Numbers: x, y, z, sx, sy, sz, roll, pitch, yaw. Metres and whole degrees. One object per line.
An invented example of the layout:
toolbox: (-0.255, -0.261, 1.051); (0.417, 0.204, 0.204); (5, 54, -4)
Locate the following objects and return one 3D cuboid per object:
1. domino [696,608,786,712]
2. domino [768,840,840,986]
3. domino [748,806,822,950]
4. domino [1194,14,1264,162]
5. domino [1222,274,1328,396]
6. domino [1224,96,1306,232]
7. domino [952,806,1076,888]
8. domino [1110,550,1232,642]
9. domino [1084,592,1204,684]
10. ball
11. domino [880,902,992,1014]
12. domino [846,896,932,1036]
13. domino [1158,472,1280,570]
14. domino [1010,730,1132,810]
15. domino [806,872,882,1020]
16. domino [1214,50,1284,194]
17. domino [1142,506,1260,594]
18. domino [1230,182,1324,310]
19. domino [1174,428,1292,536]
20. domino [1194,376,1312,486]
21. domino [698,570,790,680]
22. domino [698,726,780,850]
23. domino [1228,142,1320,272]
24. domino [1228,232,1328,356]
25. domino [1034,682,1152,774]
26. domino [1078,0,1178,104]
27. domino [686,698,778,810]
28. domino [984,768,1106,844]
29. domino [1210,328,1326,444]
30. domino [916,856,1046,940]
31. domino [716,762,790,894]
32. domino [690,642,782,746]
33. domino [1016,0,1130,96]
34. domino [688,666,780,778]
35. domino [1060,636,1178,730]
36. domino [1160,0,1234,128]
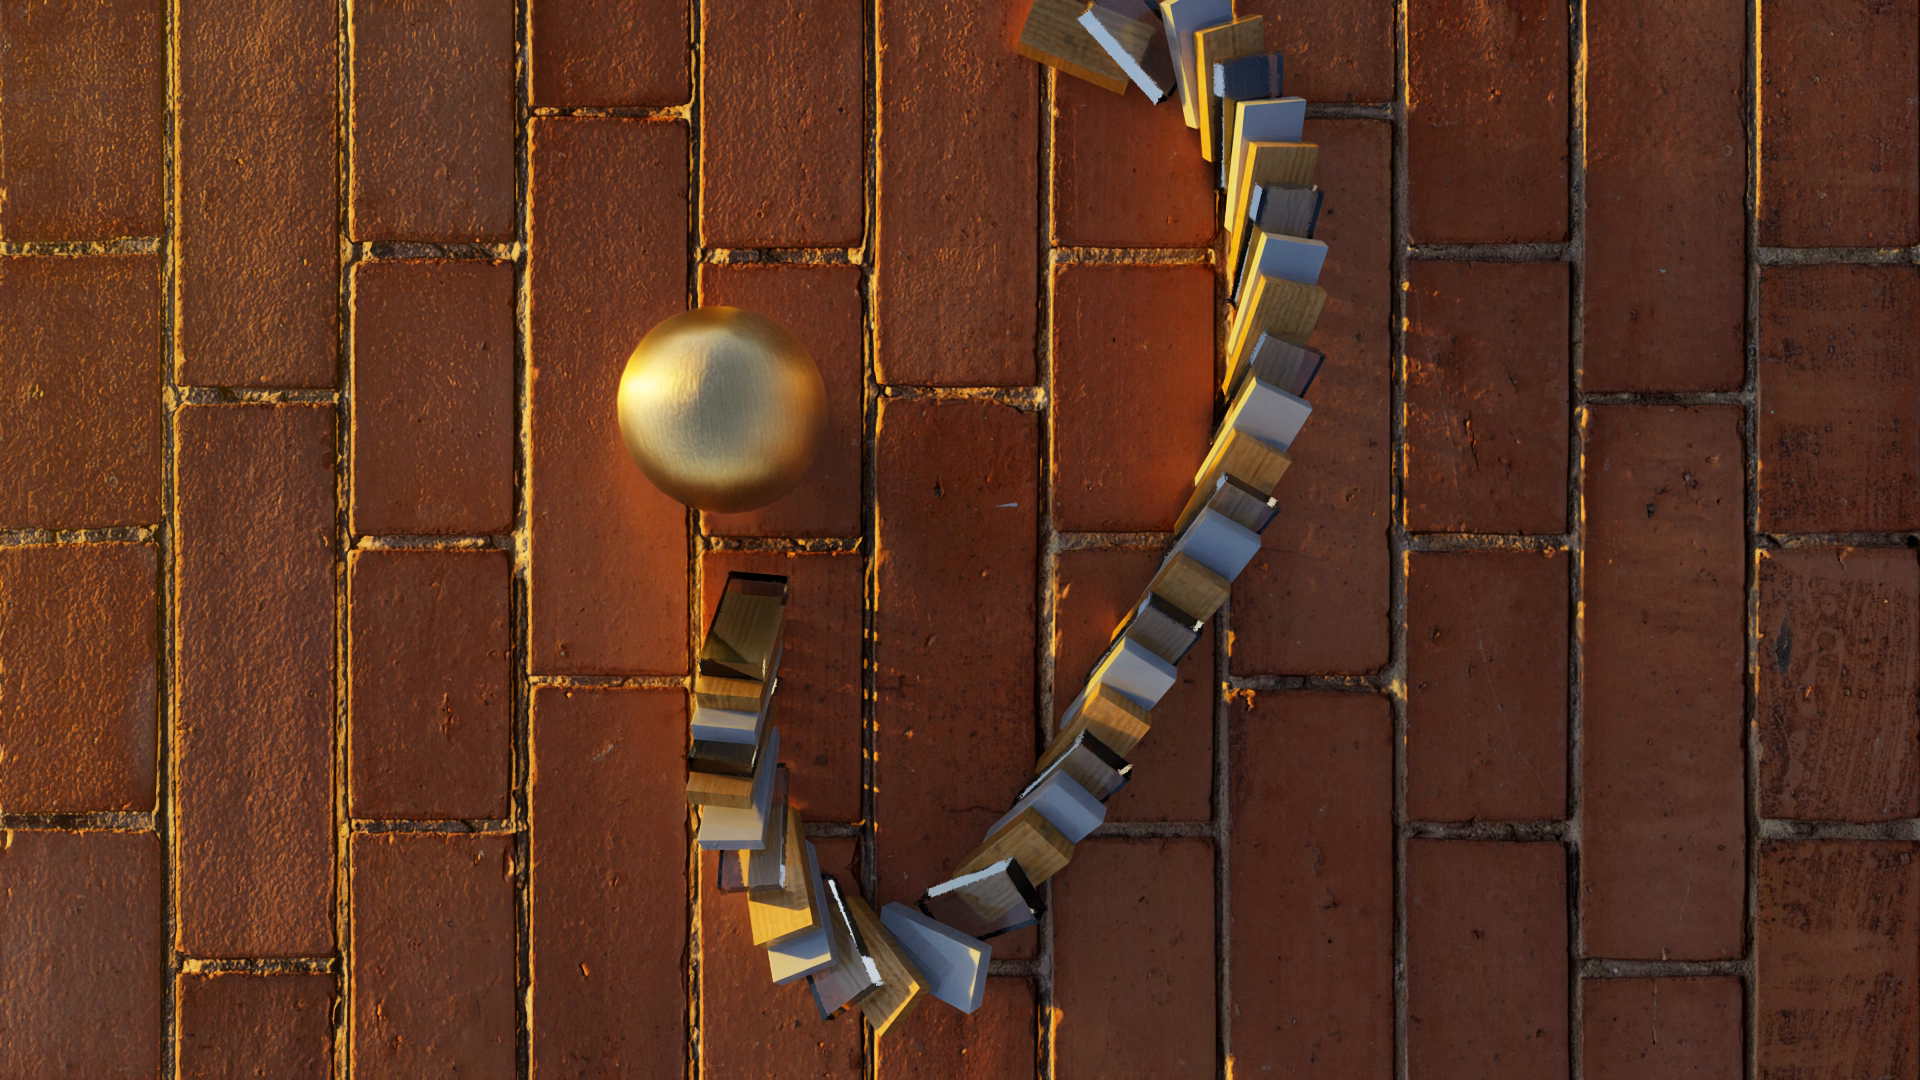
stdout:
domino: (-0.089, 0.047, 0.378); (0.025, 0.050, 0.009); (5, 132, 0)
domino: (-0.069, 0.154, 0.382); (0.025, 0.010, 0.050); (-22, 55, 2)
domino: (-0.076, 0.140, 0.381); (0.025, 0.009, 0.050); (-21, 55, 3)
domino: (0.113, -0.187, 0.381); (0.025, 0.010, 0.050); (-17, 126, 0)
domino: (0.130, -0.082, 0.382); (0.025, 0.010, 0.050); (11, 123, 0)
domino: (0.126, -0.156, 0.381); (0.025, 0.010, 0.050); (-6, 125, -2)
domino: (0.022, 0.135, 0.383); (0.025, 0.010, 0.050); (43, 120, 0)
domino: (0.087, 0.031, 0.383); (0.025, 0.010, 0.050); (32, 122, 0)
domino: (0.076, 0.048, 0.383); (0.025, 0.009, 0.050); (32, 120, 0)
ball: (-0.092, -0.050, 0.360); (0.080, 0.080, 0.080); (0, 90, 0)
domino: (-0.012, 0.173, 0.383); (0.050, 0.009, 0.025); (11, 90, 32)
domino: (-0.037, 0.176, 0.381); (0.050, 0.009, 0.025); (39, 90, 36)
domino: (0.107, -0.001, 0.382); (0.025, 0.010, 0.050); (29, 122, -2)
domino: (0.046, 0.104, 0.383); (0.025, 0.010, 0.050); (38, 120, -1)
domino: (-0.054, 0.168, 0.381); (0.025, 0.009, 0.050); (-37, 54, 2)
domino: (0.120, -0.173, 0.381); (0.025, 0.009, 0.050); (-14, 126, -2)
domino: (0.099, 0.013, 0.381); (0.025, 0.010, 0.050); (28, 122, -2)
domino: (0.131, -0.121, 0.382); (0.025, 0.009, 0.050); (2, 125, -2)
domino: (0.113, -0.019, 0.384); (0.025, 0.009, 0.050); (26, 117, 0)
domino: (0.122, -0.040, 0.384); (0.025, 0.009, 0.050); (24, 120, 0)
domino: (-0.088, 0.035, 0.378); (0.025, 0.050, 0.010); (5, 132, 0)
domino: (-0.091, 0.102, 0.380); (0.025, 0.009, 0.050); (0, 50, 0)
domino: (0.130, -0.138, 0.381); (0.025, 0.010, 0.050); (-1, 125, -2)
domino: (0.132, -0.100, 0.382); (0.025, 0.009, 0.050); (8, 123, 0)
domino: (0.055, 0.086, 0.384); (0.025, 0.009, 0.050); (32, 117, 0)
domino: (0.075, -0.211, 0.384); (0.050, 0.010, 0.025); (34, 85, -26)
domino: (-0.093, 0.085, 0.378); (0.025, 0.050, 0.009); (5, 132, 0)
domino: (0.035, 0.120, 0.383); (0.025, 0.009, 0.050); (41, 120, -1)
domino: (0.128, -0.060, 0.383); (0.025, 0.009, 0.050); (21, 120, 0)
domino: (0.008, 0.153, 0.384); (0.050, 0.010, 0.025); (-32, 90, 30)
domino: (-0.086, 0.120, 0.382); (0.025, 0.010, 0.050); (-4, 57, 0)
domino: (-0.091, 0.060, 0.378); (0.025, 0.050, 0.010); (5, 132, 0)
domino: (0.053, -0.215, 0.395); (0.050, 0.009, 0.025); (22, 90, 0)
domino: (-0.092, 0.073, 0.378); (0.025, 0.050, 0.010); (6, 132, 0)
domino: (0.066, 0.066, 0.384); (0.025, 0.009, 0.050); (32, 119, 0)
domino: (0.102, -0.202, 0.381); (0.025, 0.010, 0.050); (-27, 126, 0)
